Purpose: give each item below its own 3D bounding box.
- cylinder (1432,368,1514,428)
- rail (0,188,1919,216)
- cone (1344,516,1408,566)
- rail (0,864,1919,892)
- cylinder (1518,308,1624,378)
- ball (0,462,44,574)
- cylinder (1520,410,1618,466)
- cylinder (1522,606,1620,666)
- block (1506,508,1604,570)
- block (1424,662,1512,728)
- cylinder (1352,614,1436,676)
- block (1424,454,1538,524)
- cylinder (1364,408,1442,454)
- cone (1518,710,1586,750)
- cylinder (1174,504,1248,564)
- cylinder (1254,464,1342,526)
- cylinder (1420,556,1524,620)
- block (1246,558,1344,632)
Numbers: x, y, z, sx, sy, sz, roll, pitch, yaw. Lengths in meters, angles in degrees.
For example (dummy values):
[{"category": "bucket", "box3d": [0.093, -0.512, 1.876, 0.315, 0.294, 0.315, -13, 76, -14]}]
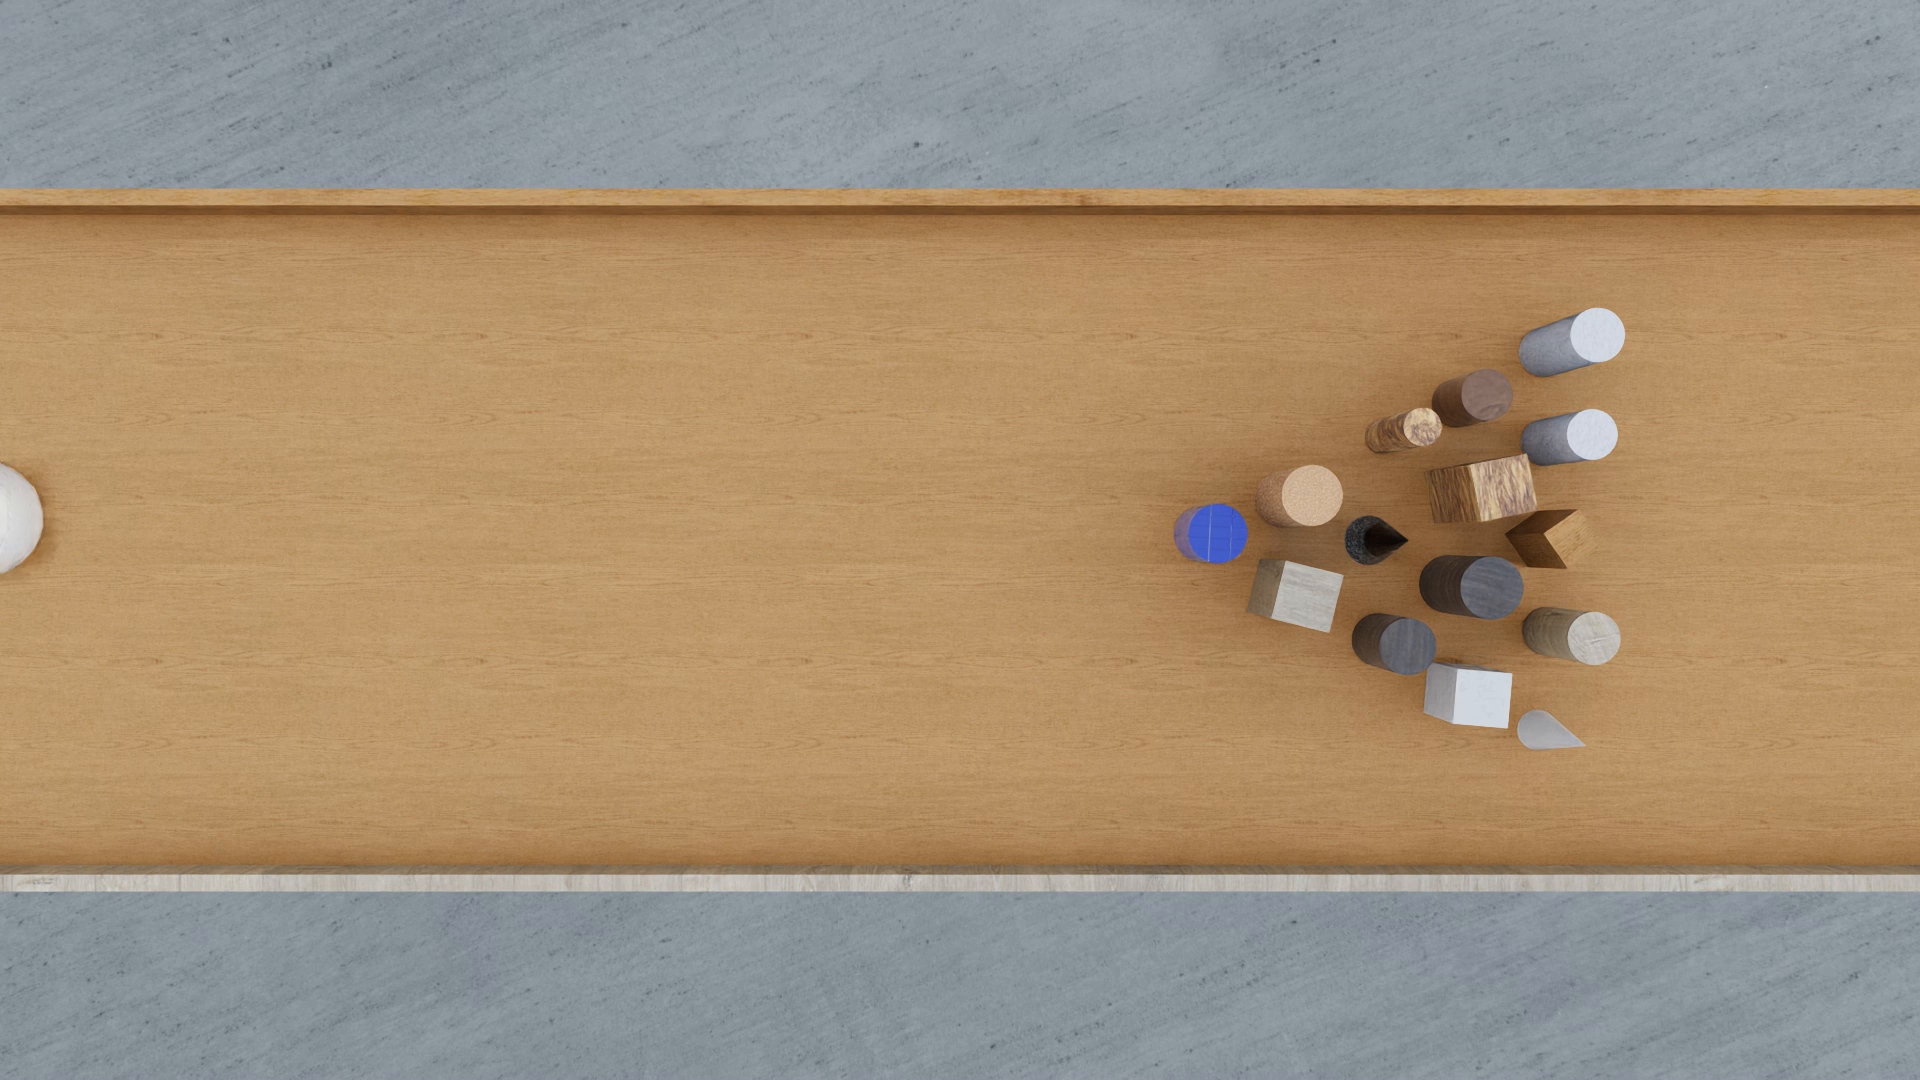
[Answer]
[{"category": "cylinder", "box3d": [1.527, -0.421, 4.926, 0.151, 0.301, 0.151, 0, 90, 0]}, {"category": "rail", "box3d": [-2.247, -1.025, 5.002, 12.000, 0.150, 0.050, 0, 90, 0]}, {"category": "cone", "box3d": [1.260, 0.001, 4.852, 0.153, 0.448, 0.153, 0, 90, 0]}, {"category": "rail", "box3d": [-2.247, 1.025, 5.001, 12.000, 0.150, 0.050, 0, 90, 0]}, {"category": "cylinder", "box3d": [1.797, -0.578, 4.862, 0.153, 0.429, 0.153, 0, 90, 0]}, {"category": "ball", "box3d": [-2.927, -0.064, 4.896, 0.362, 0.362, 0.362, 0, 90, 0]}, {"category": "cylinder", "box3d": [1.798, -0.300, 4.882, 0.144, 0.388, 0.144, 0, 90, 0]}, {"category": "cylinder", "box3d": [1.806, 0.281, 4.886, 0.151, 0.380, 0.151, 0, 90, 0]}, {"category": "block", "box3d": [1.763, -0.003, 4.907, 0.125, 0.338, 0.125, -35, 90, 0]}, {"category": "block", "box3d": [1.513, 0.459, 4.924, 0.159, 0.304, 0.159, 5, 90, 0]}, {"category": "cylinder", "box3d": [1.288, 0.307, 4.908, 0.165, 0.337, 0.165, 0, 90, 0]}, {"category": "block", "box3d": [1.523, -0.147, 4.847, 0.162, 0.460, 0.162, -11, 90, 0]}, {"category": "cylinder", "box3d": [1.300, -0.318, 4.855, 0.108, 0.443, 0.108, 0, 90, 0]}, {"category": "cone", "box3d": [1.778, 0.585, 4.878, 0.126, 0.397, 0.126, 0, 90, 0]}, {"category": "cylinder", "box3d": [0.743, -0.018, 4.914, 0.171, 0.324, 0.171, 0, 90, 0]}, {"category": "cylinder", "box3d": [0.992, -0.126, 4.860, 0.172, 0.433, 0.172, 0, 90, 0]}, {"category": "cylinder", "box3d": [1.503, 0.136, 4.867, 0.179, 0.419, 0.179, 0, 90, 0]}, {"category": "block", "box3d": [0.983, 0.161, 4.871, 0.169, 0.410, 0.169, 14, 90, 0]}]
